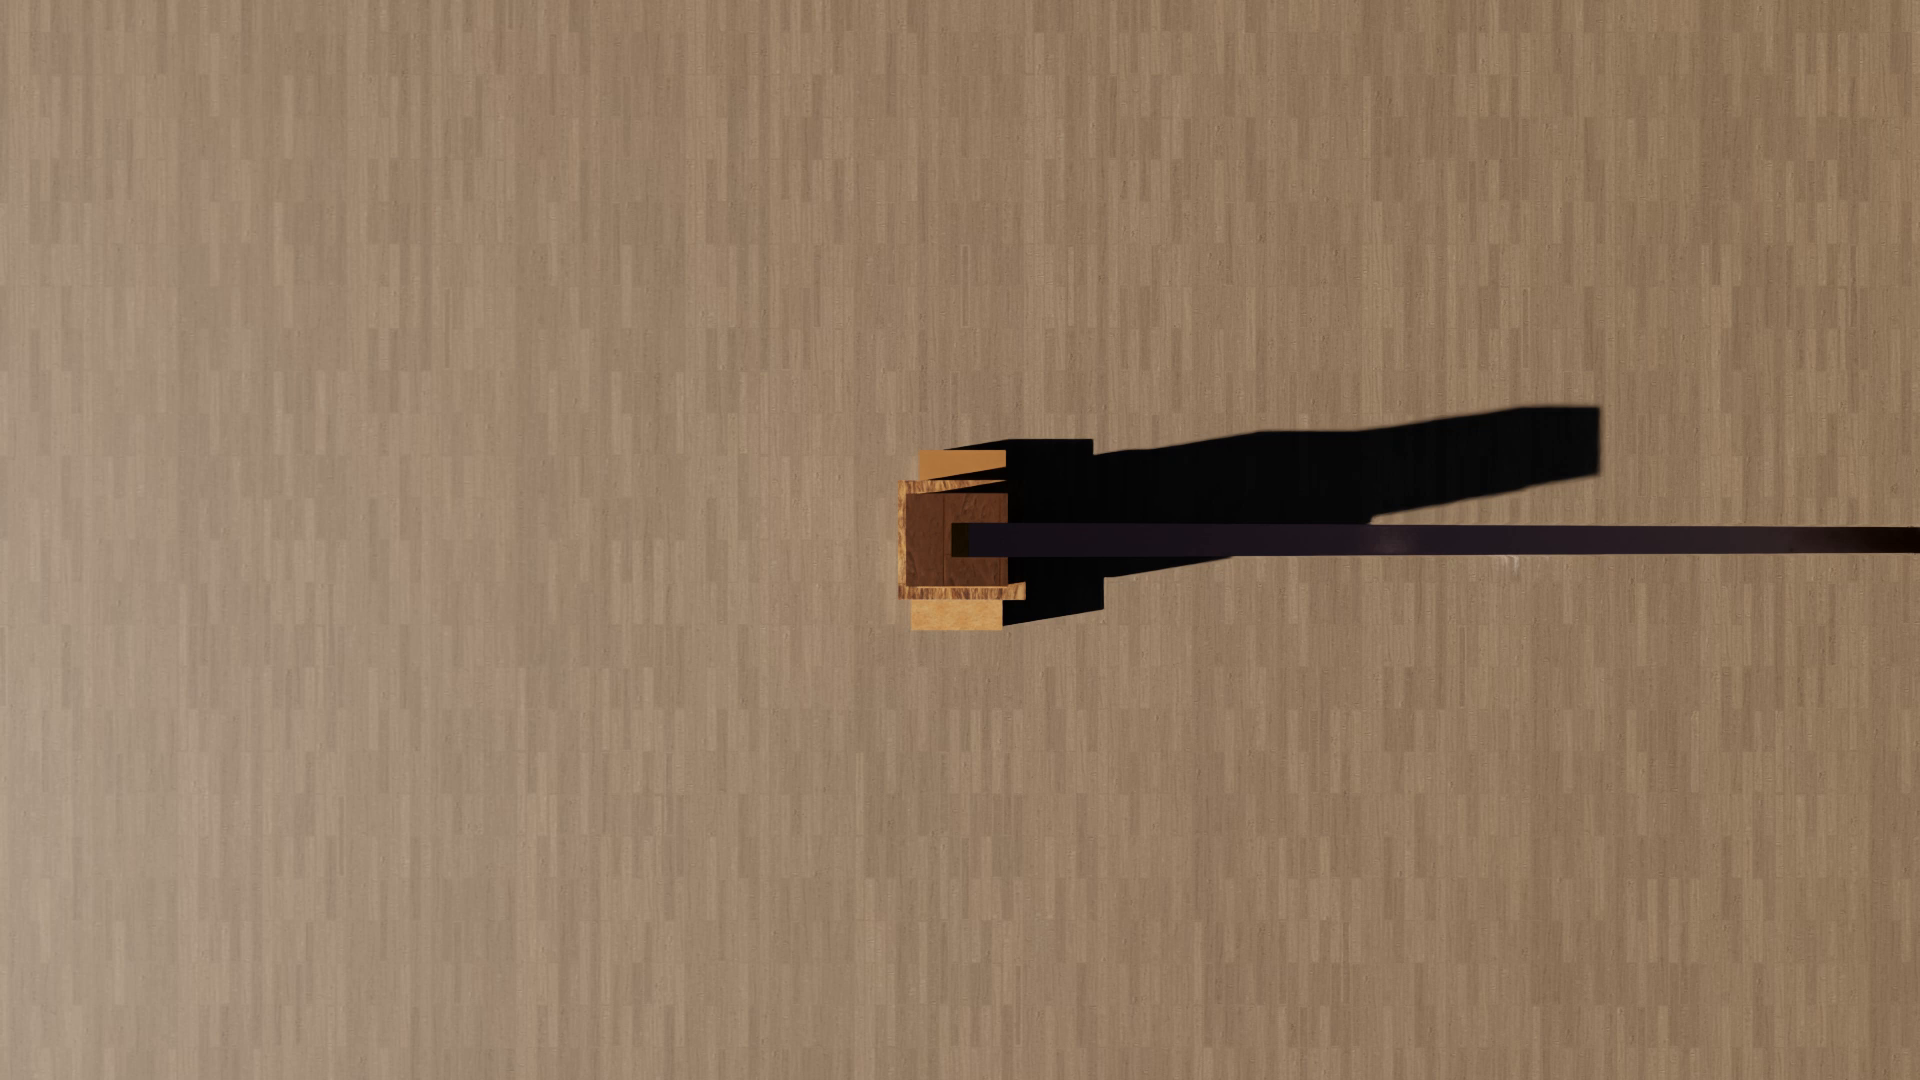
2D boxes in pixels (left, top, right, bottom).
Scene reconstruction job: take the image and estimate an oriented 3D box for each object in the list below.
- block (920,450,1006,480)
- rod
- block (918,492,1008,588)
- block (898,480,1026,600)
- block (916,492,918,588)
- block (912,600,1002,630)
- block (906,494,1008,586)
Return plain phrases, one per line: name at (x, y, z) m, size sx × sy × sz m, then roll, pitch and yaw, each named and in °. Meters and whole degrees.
block at (0.014, -0.287, 12.766) m, size 0.494 × 0.469 × 0.449 m, roll 0°, pitch 90°, yaw 0°
rod at (2.234, 0.000, 6.428) m, size 5.200 × 0.080 × 0.080 m, roll 0°, pitch 90°, yaw -31°
block at (0.011, 0.000, 10.419) m, size 0.417 × 0.386 × 0.446 m, roll 0°, pitch 90°, yaw 0°
block at (0.009, 0.000, 11.484) m, size 0.645 × 0.704 × 0.604 m, roll 0°, pitch 90°, yaw 0°
block at (0.007, 0.000, 10.872) m, size 0.443 × 0.520 × 0.456 m, roll 0°, pitch 90°, yaw 0°
block at (-0.018, 0.230, 12.728) m, size 0.516 × 0.544 × 0.564 m, roll 0°, pitch 90°, yaw 0°
block at (-0.014, 0.000, 10.028) m, size 0.455 × 0.396 × 0.415 m, roll 0°, pitch 90°, yaw 0°
